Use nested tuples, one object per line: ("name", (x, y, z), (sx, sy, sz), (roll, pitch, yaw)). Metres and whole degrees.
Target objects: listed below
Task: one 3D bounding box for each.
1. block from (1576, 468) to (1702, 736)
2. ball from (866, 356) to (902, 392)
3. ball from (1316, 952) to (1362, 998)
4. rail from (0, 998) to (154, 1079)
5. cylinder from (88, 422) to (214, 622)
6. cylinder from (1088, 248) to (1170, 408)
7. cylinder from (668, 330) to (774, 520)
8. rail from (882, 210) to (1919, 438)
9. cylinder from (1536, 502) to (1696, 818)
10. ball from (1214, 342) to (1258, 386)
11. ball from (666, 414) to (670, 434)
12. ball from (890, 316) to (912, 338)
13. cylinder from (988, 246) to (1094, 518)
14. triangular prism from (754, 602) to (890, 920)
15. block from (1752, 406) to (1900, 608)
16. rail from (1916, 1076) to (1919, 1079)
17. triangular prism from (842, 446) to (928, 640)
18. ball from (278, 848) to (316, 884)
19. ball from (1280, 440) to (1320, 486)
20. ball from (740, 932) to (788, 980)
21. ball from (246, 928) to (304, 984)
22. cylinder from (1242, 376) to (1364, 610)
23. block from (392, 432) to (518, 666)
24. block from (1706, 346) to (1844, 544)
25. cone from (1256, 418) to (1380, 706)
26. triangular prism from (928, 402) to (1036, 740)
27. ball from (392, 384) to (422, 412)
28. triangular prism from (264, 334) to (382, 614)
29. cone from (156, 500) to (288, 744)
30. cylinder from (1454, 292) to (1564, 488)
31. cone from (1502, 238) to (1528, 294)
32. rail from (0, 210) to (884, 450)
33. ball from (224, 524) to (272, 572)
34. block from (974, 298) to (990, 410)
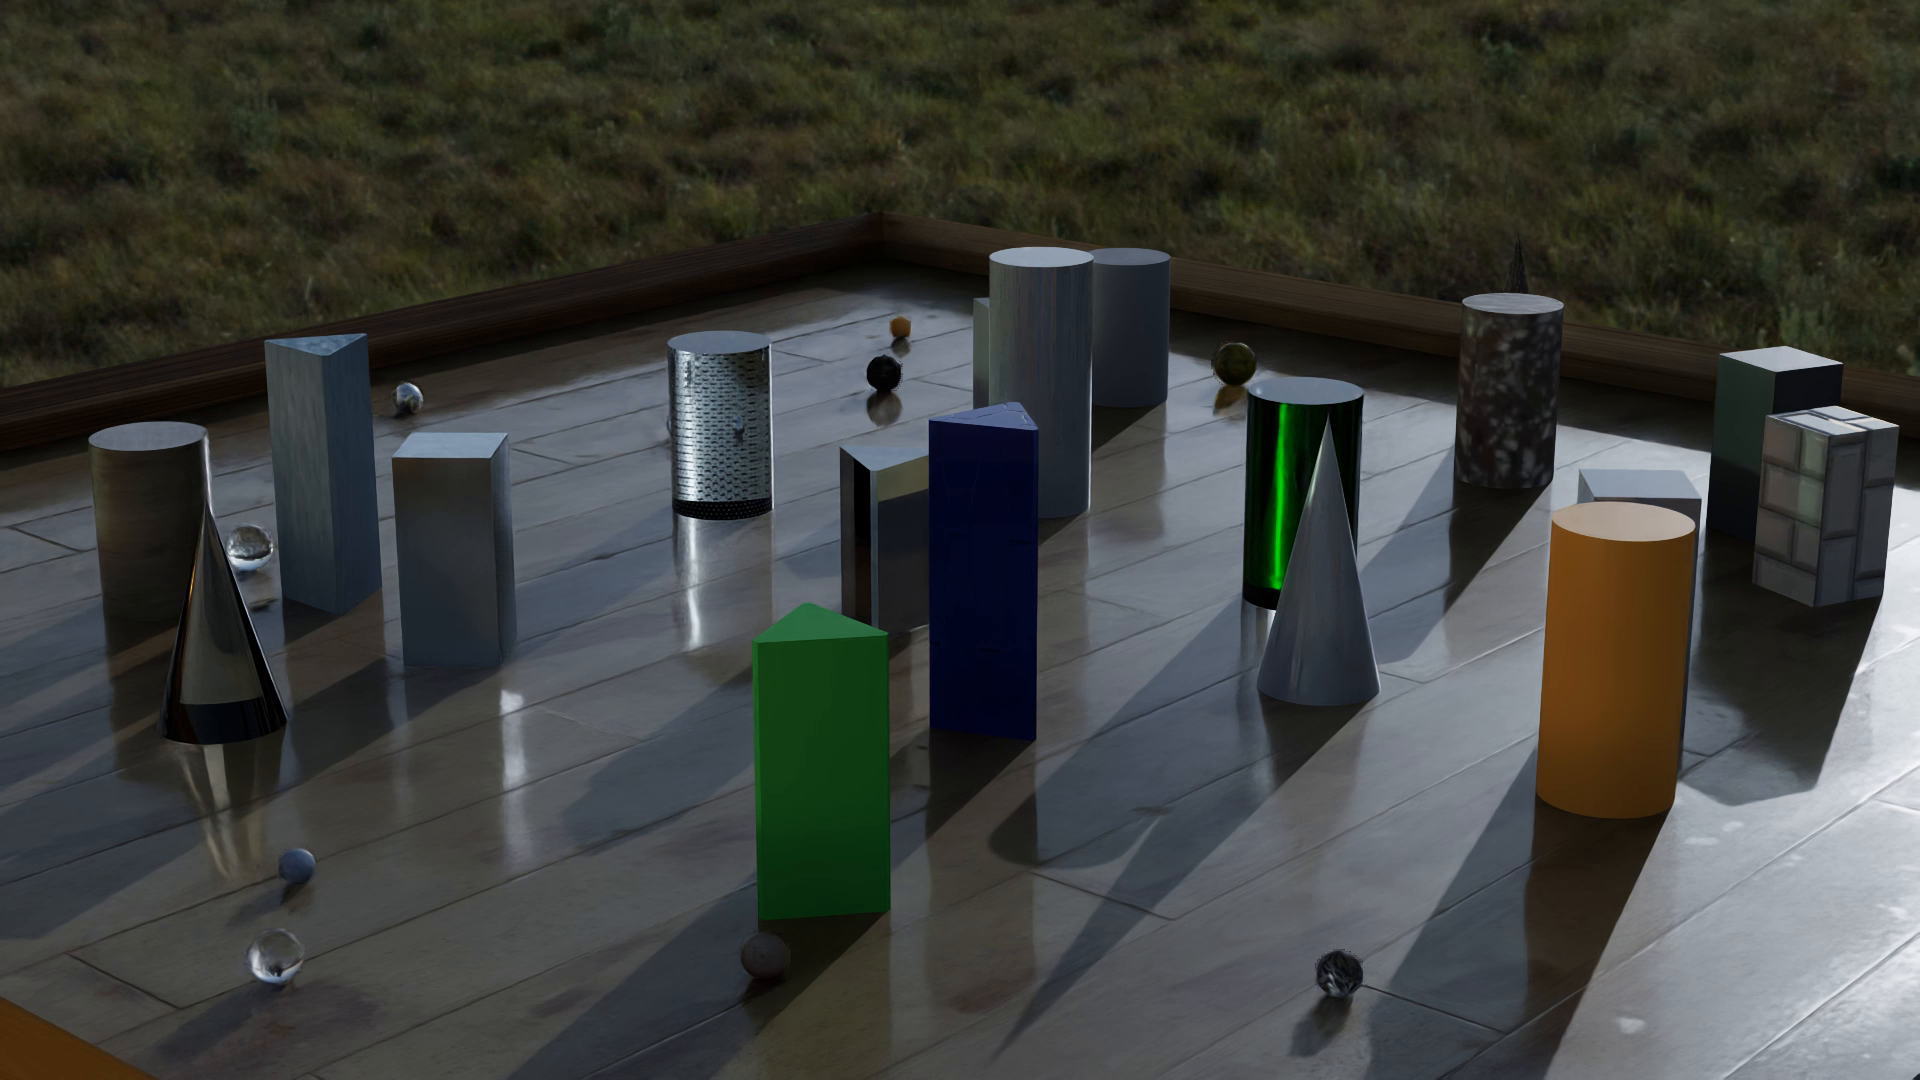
("block", (1.027, 0.095, 4.484), (0.158, 0.377, 0.158), (1, 17, 3))
("ball", (-0.170, -0.372, 6.551), (0.079, 0.079, 0.079), (0, 17, 0))
("ball", (0.464, 0.532, 3.589), (0.057, 0.057, 0.057), (0, 17, 0))
("rail", (-1.383, 0.492, 3.595), (4.261, 0.128, 0.045), (14, 22, 39))
("cylinder", (-1.384, -0.034, 5.042), (0.198, 0.301, 0.198), (0, 17, 0))
("cylinder", (0.362, -0.469, 6.463), (0.198, 0.316, 0.198), (0, 17, 0))
("cylinder", (-0.458, -0.221, 5.624), (0.198, 0.325, 0.198), (0, 17, 0))
("rail", (1.383, -0.427, 6.645), (4.261, 0.128, 0.045), (14, 22, 39))
("cylinder", (0.932, 0.169, 4.180), (0.198, 0.410, 0.198), (0, 17, 0))
("ball", (0.620, -0.396, 6.596), (0.099, 0.099, 0.099), (0, 17, 0))
("ball", (-0.586, -0.244, 6.154), (0.062, 0.062, 0.062), (0, 17, 0))
("ball", (-0.142, -0.512, 7.059), (0.053, 0.053, 0.053), (0, 17, 0))
("cylinder", (0.154, -0.303, 5.615), (0.198, 0.486, 0.198), (0, 17, 0))
("triangular prism", (-0.189, 0.286, 3.844), (0.171, 0.381, 0.148), (-3, 17, -10))
("block", (1.511, -0.060, 5.123), (0.158, 0.306, 0.158), (-8, 19, -25))
("rail", (1.591, 0.431, 3.797), (0.045, 0.128, 4.265), (14, 22, 39))
("triangular prism", (-0.143, -0.002, 4.942), (0.148, 0.299, 0.171), (13, 21, 38))
("ball", (-0.887, 0.436, 3.920), (0.048, 0.048, 0.048), (0, 17, 0))
("ball", (0.678, -0.151, 5.793), (0.093, 0.093, 0.093), (0, 17, 0))
("ball", (-0.243, 0.515, 3.640), (0.059, 0.059, 0.059), (0, 17, 0))
("ball", (-0.847, 0.514, 3.626), (0.069, 0.069, 0.069), (0, 17, 0))
("cylinder", (0.592, -0.080, 5.077), (0.198, 0.369, 0.198), (0, 17, 0))
("block", (-0.824, 0.014, 4.796), (0.158, 0.351, 0.158), (0, 17, 2))
("block", (1.516, -0.176, 5.463), (0.158, 0.331, 0.158), (-8, 18, -24))
("cone", (0.573, 0.019, 4.621), (0.198, 0.444, 0.198), (0, 17, 0))
("triangular prism", (0.059, 0.042, 4.470), (0.171, 0.486, 0.148), (6, 18, 20))
("ball", (-1.200, -0.309, 6.368), (0.064, 0.064, 0.064), (0, 17, 0))
("triangular prism", (-1.073, -0.122, 5.067), (0.171, 0.456, 0.148), (15, 22, 40))
("cone", (-1.137, 0.108, 4.470), (0.198, 0.359, 0.198), (0, 17, 0))
("cylinder", (1.090, -0.298, 5.833), (0.198, 0.352, 0.198), (0, 17, 0))
("cone", (1.151, -0.424, 6.108), (0.198, 0.434, 0.198), (0, 17, 0))
("rail", (-1.591, -0.366, 6.442), (0.045, 0.128, 4.265), (14, 22, 39))
("ball", (-1.275, 0.014, 5.260), (0.084, 0.084, 0.084), (0, 17, 0))
("block", (0.127, -0.350, 6.108), (0.158, 0.292, 0.158), (-5, 18, -17))
